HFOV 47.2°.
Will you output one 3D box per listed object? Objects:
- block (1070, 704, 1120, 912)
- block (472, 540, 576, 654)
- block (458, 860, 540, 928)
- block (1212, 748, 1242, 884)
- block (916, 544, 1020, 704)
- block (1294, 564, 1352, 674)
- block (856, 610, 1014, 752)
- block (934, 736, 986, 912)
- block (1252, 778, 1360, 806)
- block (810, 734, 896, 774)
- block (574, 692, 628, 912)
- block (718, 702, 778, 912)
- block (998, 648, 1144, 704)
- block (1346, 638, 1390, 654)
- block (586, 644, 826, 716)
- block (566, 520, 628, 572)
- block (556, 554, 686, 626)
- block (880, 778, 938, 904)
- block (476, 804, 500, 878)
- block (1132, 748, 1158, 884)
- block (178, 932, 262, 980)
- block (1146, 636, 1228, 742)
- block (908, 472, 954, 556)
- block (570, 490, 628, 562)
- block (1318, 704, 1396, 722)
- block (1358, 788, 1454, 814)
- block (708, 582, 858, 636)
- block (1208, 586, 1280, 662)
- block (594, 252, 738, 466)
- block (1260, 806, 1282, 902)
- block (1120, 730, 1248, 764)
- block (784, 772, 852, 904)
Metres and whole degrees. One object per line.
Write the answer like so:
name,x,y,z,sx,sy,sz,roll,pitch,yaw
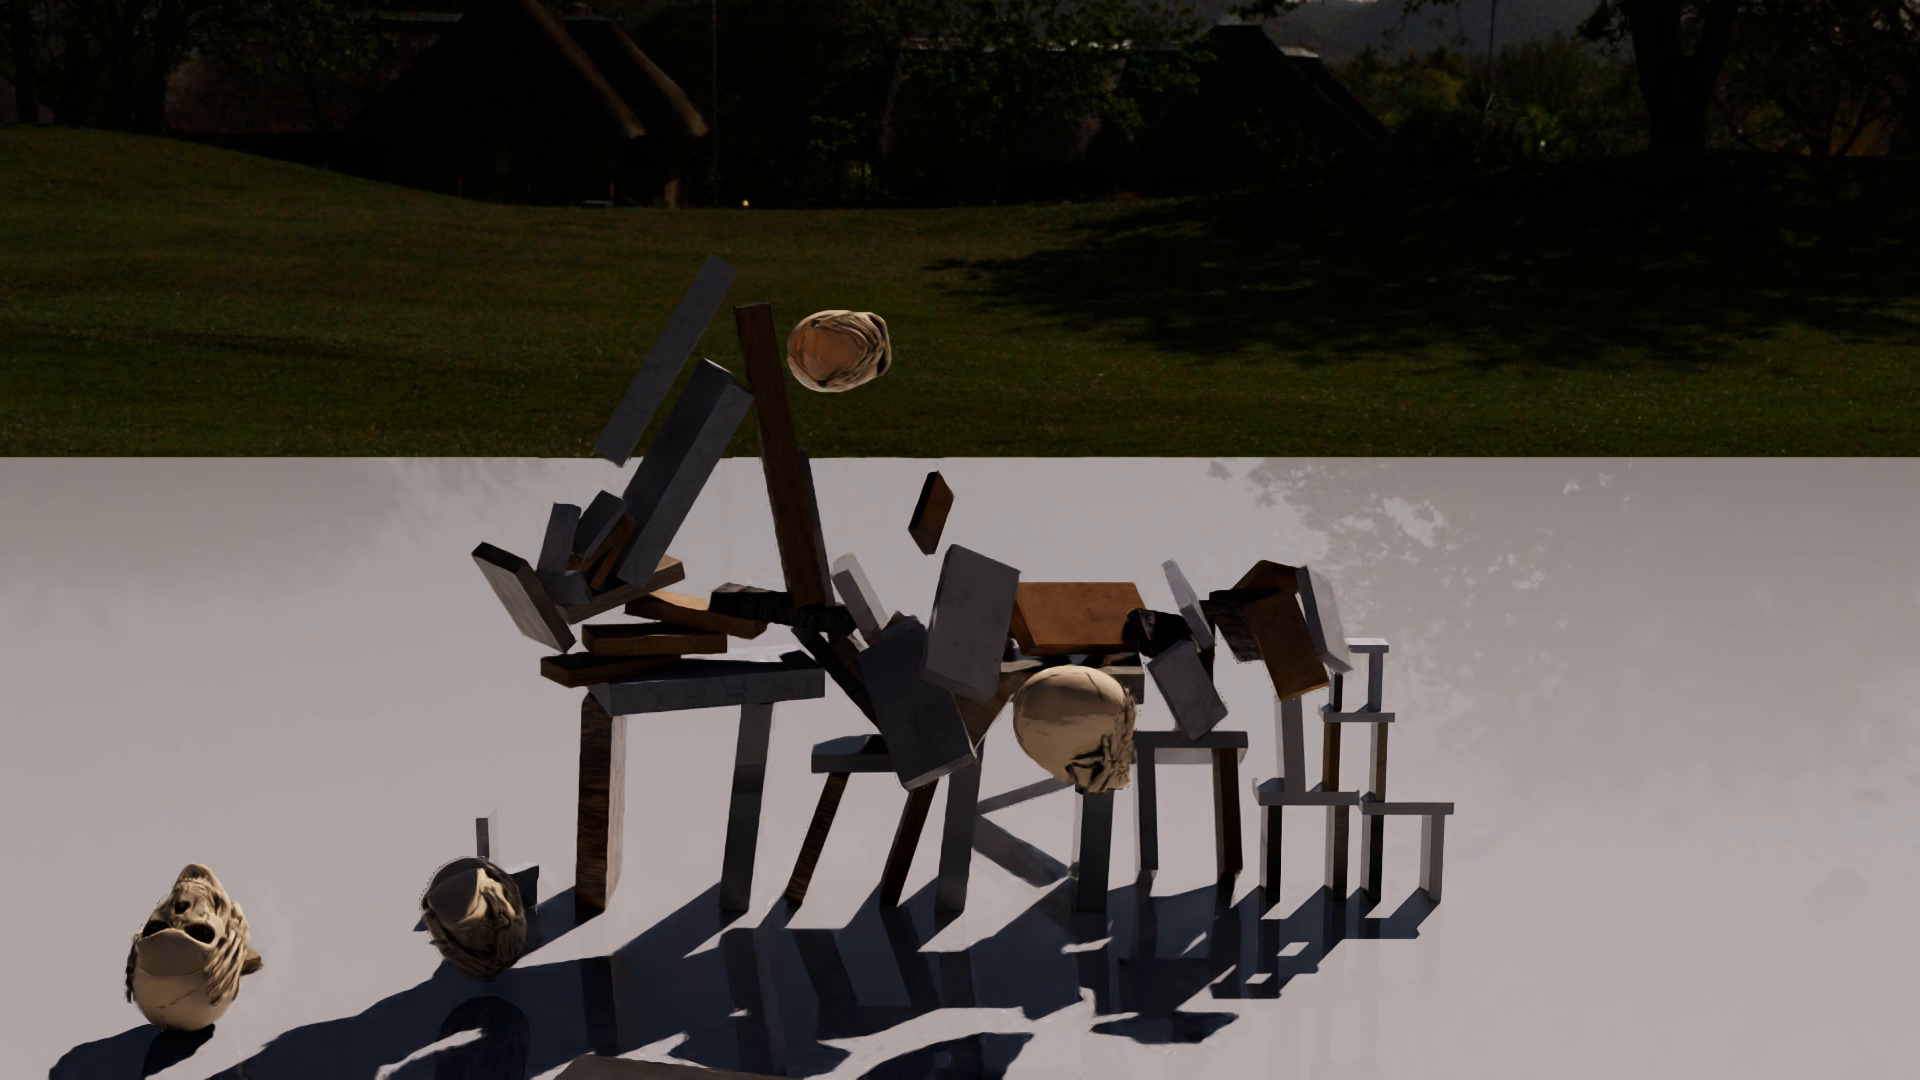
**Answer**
block,0.222,0.418,3.637,0.049,0.347,0.174,3,10,-1
block,-0.669,0.089,3.377,0.099,0.197,0.028,20,59,33
block,-0.746,0.573,3.559,0.020,0.071,0.142,20,21,36
block,0.451,0.465,3.707,0.029,0.208,0.104,0,-22,0
block,0.015,0.127,3.376,0.117,0.234,0.033,22,-36,-13
block,0.580,0.126,3.511,0.023,0.163,0.081,-28,-38,27
block,-0.039,0.221,3.447,0.225,0.113,0.032,35,-1,10
block,0.004,0.418,3.636,0.049,0.347,0.174,7,11,0
block,0.571,0.416,3.640,0.165,0.023,0.082,0,11,0
block,-0.129,0.353,3.632,0.226,0.032,0.113,-1,10,1
block,-0.592,0.416,3.638,0.050,0.350,0.175,4,11,-1
block,-0.347,0.416,3.638,0.050,0.350,0.175,7,10,-1
block,0.122,0.221,3.602,0.347,0.049,0.174,1,10,1
block,0.649,0.173,3.595,0.096,0.014,0.048,0,11,0
block,-0.412,0.225,3.560,0.350,0.050,0.175,-3,11,-21
block,-0.581,0.009,3.449,0.125,0.018,0.063,-41,37,2
block,-0.562,0.073,3.536,0.214,0.030,0.107,-23,26,-32
block,-0.083,0.479,3.653,0.032,0.226,0.113,17,10,-3
block,-0.785,0.520,3.658,0.020,0.142,0.071,0,11,0
block,0.312,0.465,3.707,0.029,0.208,0.104,0,-22,0
block,-1.133,0.636,3.366,0.071,0.020,0.142,-9,14,-41
block,0.375,0.246,3.619,0.079,0.158,0.022,-36,25,-14
block,-0.045,-0.043,3.482,0.017,0.062,0.123,-6,46,29
block,-0.561,-0.022,3.377,0.054,0.108,0.015,23,-20,36
block,0.650,0.284,3.608,0.116,0.016,0.058,0,11,0
block,0.734,0.433,3.638,0.149,0.021,0.075,0,11,0
block,-0.282,0.112,3.569,0.229,0.032,0.114,10,7,5
block,0.508,0.145,3.755,0.118,0.033,0.236,-5,-26,19
block,-0.468,-0.282,3.490,0.050,0.352,0.176,31,-5,-7
block,0.517,0.508,3.658,0.023,0.165,0.082,0,11,0
block,0.381,0.355,3.752,0.208,0.029,0.104,0,-22,0
block,-0.233,0.480,3.651,0.032,0.226,0.113,21,11,0
